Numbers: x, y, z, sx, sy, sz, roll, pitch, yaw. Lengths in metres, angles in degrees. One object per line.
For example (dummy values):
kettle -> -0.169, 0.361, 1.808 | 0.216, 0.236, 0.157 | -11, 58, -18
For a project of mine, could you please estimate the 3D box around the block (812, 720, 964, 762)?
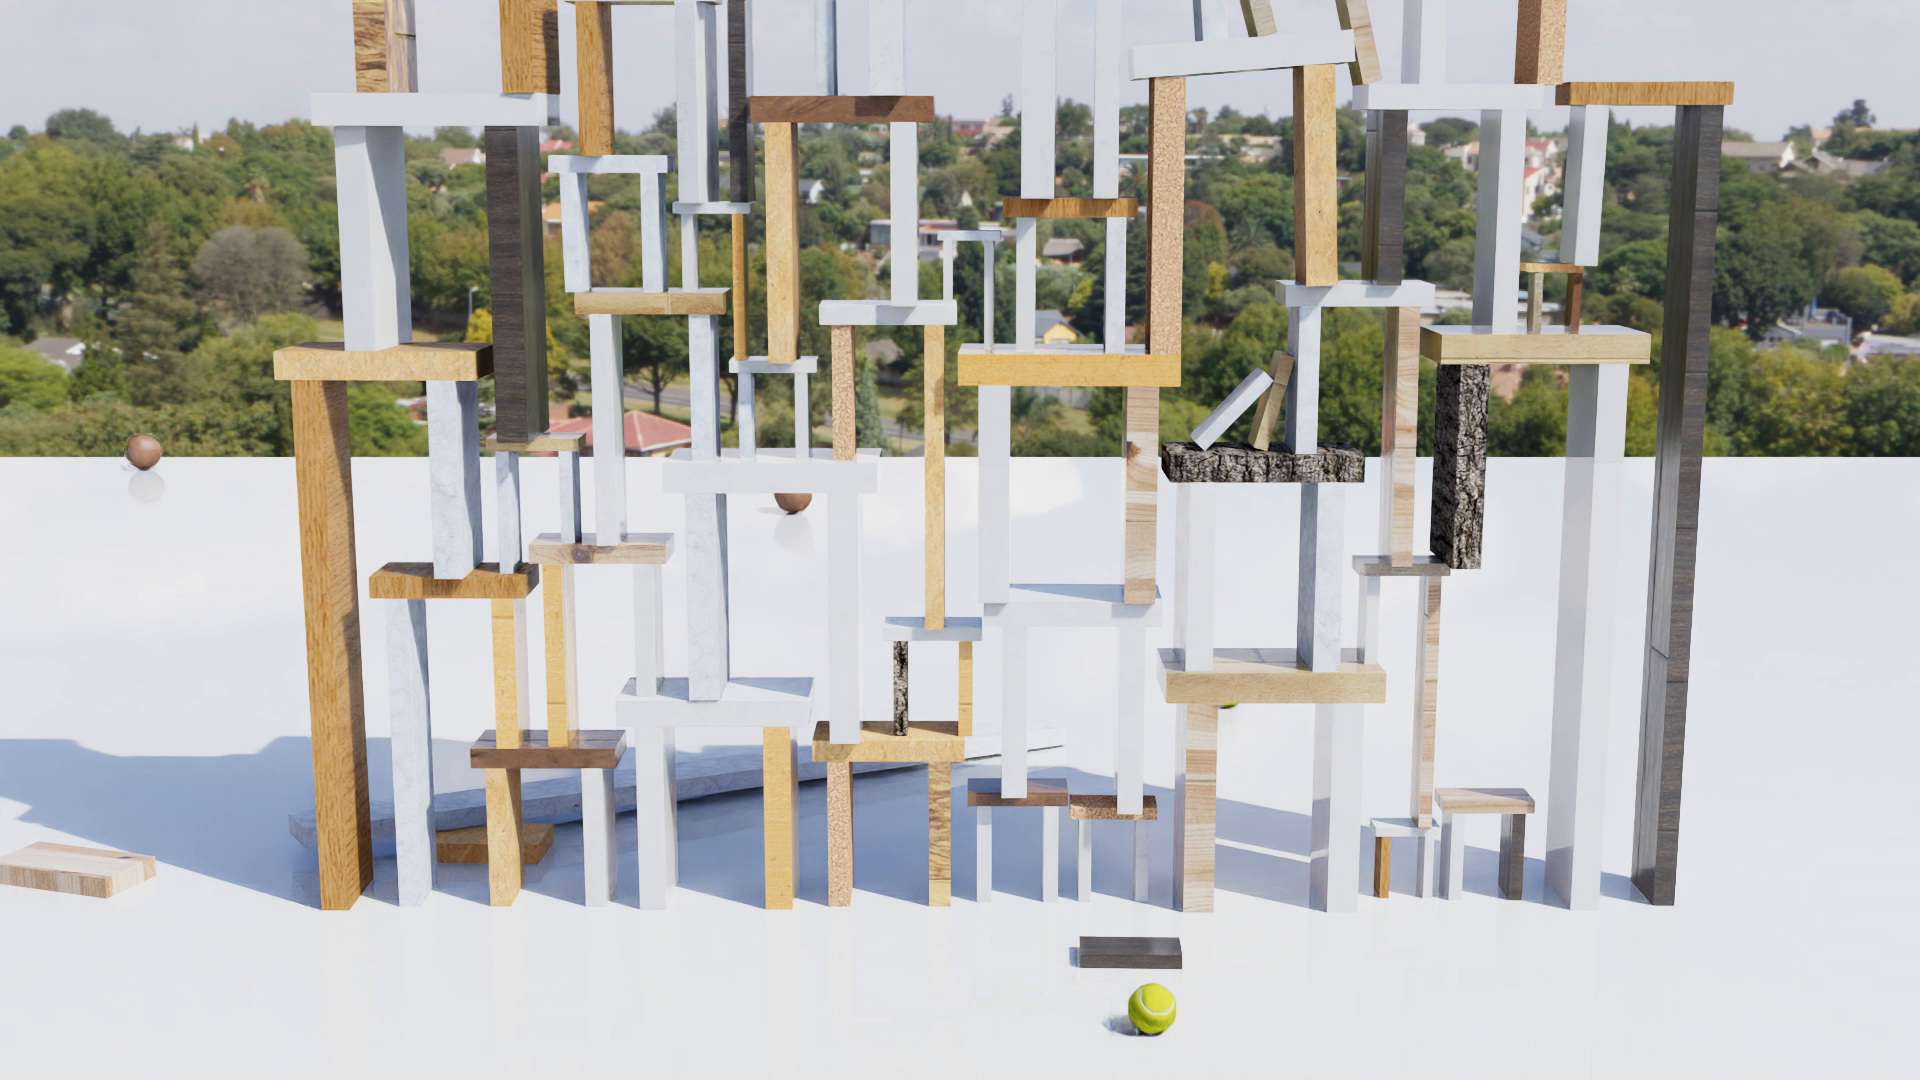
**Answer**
block -> -0.116, 0.331, 3.620 | 0.247, 0.035, 0.123 | 0, 11, 0

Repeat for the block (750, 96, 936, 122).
block -> -0.180, -0.672, 3.431 | 0.281, 0.040, 0.140 | 0, 11, 1

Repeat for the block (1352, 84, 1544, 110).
block -> 0.757, -0.689, 3.423 | 0.268, 0.038, 0.134 | 0, 11, -1

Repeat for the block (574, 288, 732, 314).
block -> -0.484, -0.379, 3.485 | 0.232, 0.033, 0.116 | 0, 11, 1

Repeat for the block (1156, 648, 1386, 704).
block -> 0.505, 0.221, 3.597 | 0.351, 0.050, 0.176 | 0, 11, 0

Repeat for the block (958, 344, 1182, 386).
block -> 0.173, -0.280, 3.507 | 0.347, 0.049, 0.173 | 0, 10, 2

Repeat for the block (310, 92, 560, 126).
block -> -0.815, -0.672, 3.434 | 0.347, 0.049, 0.173 | 0, 11, 1

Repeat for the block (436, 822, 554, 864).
block -> -0.851, 0.533, 3.879 | 0.245, 0.035, 0.122 | 0, 11, 2

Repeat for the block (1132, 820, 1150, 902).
block -> 0.300, 0.521, 3.652 | 0.020, 0.142, 0.071 | 0, 11, 1

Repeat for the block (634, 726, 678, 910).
block -> -0.501, 0.438, 3.641 | 0.044, 0.309, 0.154 | 0, 11, 0

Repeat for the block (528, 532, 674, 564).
block -> -0.579, 0.013, 3.564 | 0.219, 0.031, 0.109 | 0, 11, 0

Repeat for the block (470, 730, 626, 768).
block -> -0.675, 0.343, 3.619 | 0.235, 0.033, 0.117 | 0, 11, 0

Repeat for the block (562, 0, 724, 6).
block -> -0.490, -0.848, 3.403 | 0.232, 0.033, 0.116 | 0, 11, 1

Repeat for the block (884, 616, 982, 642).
block -> -0.044, 0.145, 3.590 | 0.159, 0.023, 0.080 | 0, 11, 0

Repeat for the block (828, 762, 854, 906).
block -> -0.198, 0.469, 3.646 | 0.035, 0.247, 0.123 | 0, 11, 0

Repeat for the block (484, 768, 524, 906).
block -> -0.753, 0.475, 3.644 | 0.033, 0.235, 0.117 | 0, 11, 0

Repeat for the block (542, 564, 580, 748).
block -> -0.652, 0.177, 3.594 | 0.031, 0.303, 0.109 | 0, 11, 0

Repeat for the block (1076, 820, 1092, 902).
block -> 0.206, 0.521, 3.653 | 0.020, 0.142, 0.071 | 0, 10, 1

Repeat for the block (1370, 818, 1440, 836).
block -> 0.739, 0.477, 3.652 | 0.107, 0.015, 0.054 | 0, 11, 0

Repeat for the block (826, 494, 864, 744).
block -> -0.185, 0.112, 3.583 | 0.048, 0.408, 0.169 | 0, 11, 0

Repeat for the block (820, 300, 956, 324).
block -> -0.113, -0.362, 3.491 | 0.215, 0.030, 0.108 | 0, 11, -1

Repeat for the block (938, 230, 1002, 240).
block -> 0.015, -0.481, 3.471 | 0.099, 0.014, 0.050 | 0, 11, 2

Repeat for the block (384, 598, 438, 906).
block -> -0.902, 0.336, 3.621 | 0.035, 0.517, 0.124 | 0, 11, 0

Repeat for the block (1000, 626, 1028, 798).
block -> 0.089, 0.265, 3.608 | 0.040, 0.285, 0.143 | 0, 10, 1

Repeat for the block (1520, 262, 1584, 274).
block -> 0.937, -0.432, 3.487 | 0.091, 0.013, 0.045 | 1, 11, 0

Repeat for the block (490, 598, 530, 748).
block -> -0.734, 0.204, 3.597 | 0.035, 0.248, 0.124 | 0, 11, -2

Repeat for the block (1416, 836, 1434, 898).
block -> 0.775, 0.537, 3.663 | 0.015, 0.107, 0.054 | 0, 11, 0

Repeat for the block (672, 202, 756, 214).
block -> -0.387, -0.523, 3.458 | 0.122, 0.017, 0.061 | 0, 11, 2

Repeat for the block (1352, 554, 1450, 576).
block -> 0.715, 0.041, 3.569 | 0.147, 0.021, 0.073 | 0, 11, 0

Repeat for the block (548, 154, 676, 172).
block -> -0.546, -0.591, 3.454 | 0.184, 0.026, 0.092 | 0, 11, 1

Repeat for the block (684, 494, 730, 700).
block -> -0.410, 0.076, 3.577 | 0.048, 0.338, 0.169 | 0, 10, 0

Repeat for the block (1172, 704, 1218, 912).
block -> 0.388, 0.418, 3.634 | 0.050, 0.351, 0.175 | 0, 11, 0

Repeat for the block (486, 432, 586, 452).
block -> -0.680, -0.158, 3.532 | 0.148, 0.021, 0.074 | 0, 11, 0

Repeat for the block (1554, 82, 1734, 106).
block -> 1.069, -0.699, 3.443 | 0.247, 0.035, 0.123 | 1, 11, 5

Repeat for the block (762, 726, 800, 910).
block -> -0.295, 0.438, 3.641 | 0.044, 0.309, 0.154 | 0, 11, 0

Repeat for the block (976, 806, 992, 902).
block -> 0.040, 0.509, 3.653 | 0.023, 0.165, 0.082 | 0, 11, 0

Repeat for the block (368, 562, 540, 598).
block -> -0.819, 0.065, 3.570 | 0.248, 0.035, 0.124 | 0, 11, 0

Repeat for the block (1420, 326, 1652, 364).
block -> 0.911, -0.312, 3.502 | 0.326, 0.046, 0.163 | 0, 11, 0

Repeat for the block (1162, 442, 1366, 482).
block -> 0.483, -0.126, 3.533 | 0.306, 0.043, 0.153 | 0, 11, 0

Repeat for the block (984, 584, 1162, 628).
block -> 0.182, 0.105, 3.576 | 0.285, 0.040, 0.143 | 0, 10, 2

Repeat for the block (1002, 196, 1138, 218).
block -> 0.173, -0.525, 3.461 | 0.210, 0.030, 0.105 | 0, 10, 2

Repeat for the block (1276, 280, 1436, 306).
block -> 0.623, -0.391, 3.481 | 0.232, 0.033, 0.116 | 0, 11, 0

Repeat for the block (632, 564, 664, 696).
block -> -0.507, 0.135, 3.587 | 0.031, 0.219, 0.109 | 0, 11, 0

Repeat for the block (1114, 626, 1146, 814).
block -> 0.277, 0.279, 3.605 | 0.040, 0.311, 0.143 | 0, 10, 2

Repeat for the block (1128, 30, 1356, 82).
block -> 0.432, -0.751, 3.413 | 0.334, 0.047, 0.167 | -4, 10, 2

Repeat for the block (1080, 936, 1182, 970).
block -> 0.261, 0.633, 3.376 | 0.155, 0.022, 0.077 | 0, 11, 2

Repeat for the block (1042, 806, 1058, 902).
block -> 0.150, 0.509, 3.653 | 0.023, 0.165, 0.082 | 0, 11, 0

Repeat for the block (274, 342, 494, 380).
block -> -0.912, -0.286, 3.511 | 0.316, 0.045, 0.158 | 0, 11, 2

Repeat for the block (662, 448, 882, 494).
block -> -0.298, -0.112, 3.542 | 0.337, 0.048, 0.169 | 0, 11, 0

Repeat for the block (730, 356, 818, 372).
block -> -0.296, -0.280, 3.507 | 0.138, 0.020, 0.069 | 0, 11, -1

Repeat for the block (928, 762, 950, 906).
block -> -0.033, 0.469, 3.646 | 0.035, 0.247, 0.123 | 0, 11, 0

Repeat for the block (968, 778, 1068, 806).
block -> 0.095, 0.417, 3.636 | 0.165, 0.023, 0.082 | 0, 10, 0

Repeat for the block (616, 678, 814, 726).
block -> -0.398, 0.265, 3.609 | 0.309, 0.044, 0.154 | 0, 11, 0

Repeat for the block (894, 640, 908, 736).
block -> -0.097, 0.234, 3.607 | 0.023, 0.159, 0.080 | 0, 11, 0

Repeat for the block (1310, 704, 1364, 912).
block -> 0.622, 0.418, 3.634 | 0.050, 0.351, 0.176 | 0, 11, 0

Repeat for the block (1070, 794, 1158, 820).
block -> 0.253, 0.442, 3.634 | 0.142, 0.020, 0.071 | 0, 10, 2

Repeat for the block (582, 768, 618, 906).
block -> -0.597, 0.475, 3.643 | 0.033, 0.235, 0.117 | 0, 11, 0

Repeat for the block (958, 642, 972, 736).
block -> 0.009, 0.234, 3.606 | 0.023, 0.159, 0.080 | 0, 11, 0

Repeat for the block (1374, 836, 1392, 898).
block -> 0.703, 0.537, 3.663 | 0.015, 0.107, 0.054 | 0, 11, 0

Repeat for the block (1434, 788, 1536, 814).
block -> 0.868, 0.432, 3.644 | 0.149, 0.021, 0.075 | 0, 11, 0
